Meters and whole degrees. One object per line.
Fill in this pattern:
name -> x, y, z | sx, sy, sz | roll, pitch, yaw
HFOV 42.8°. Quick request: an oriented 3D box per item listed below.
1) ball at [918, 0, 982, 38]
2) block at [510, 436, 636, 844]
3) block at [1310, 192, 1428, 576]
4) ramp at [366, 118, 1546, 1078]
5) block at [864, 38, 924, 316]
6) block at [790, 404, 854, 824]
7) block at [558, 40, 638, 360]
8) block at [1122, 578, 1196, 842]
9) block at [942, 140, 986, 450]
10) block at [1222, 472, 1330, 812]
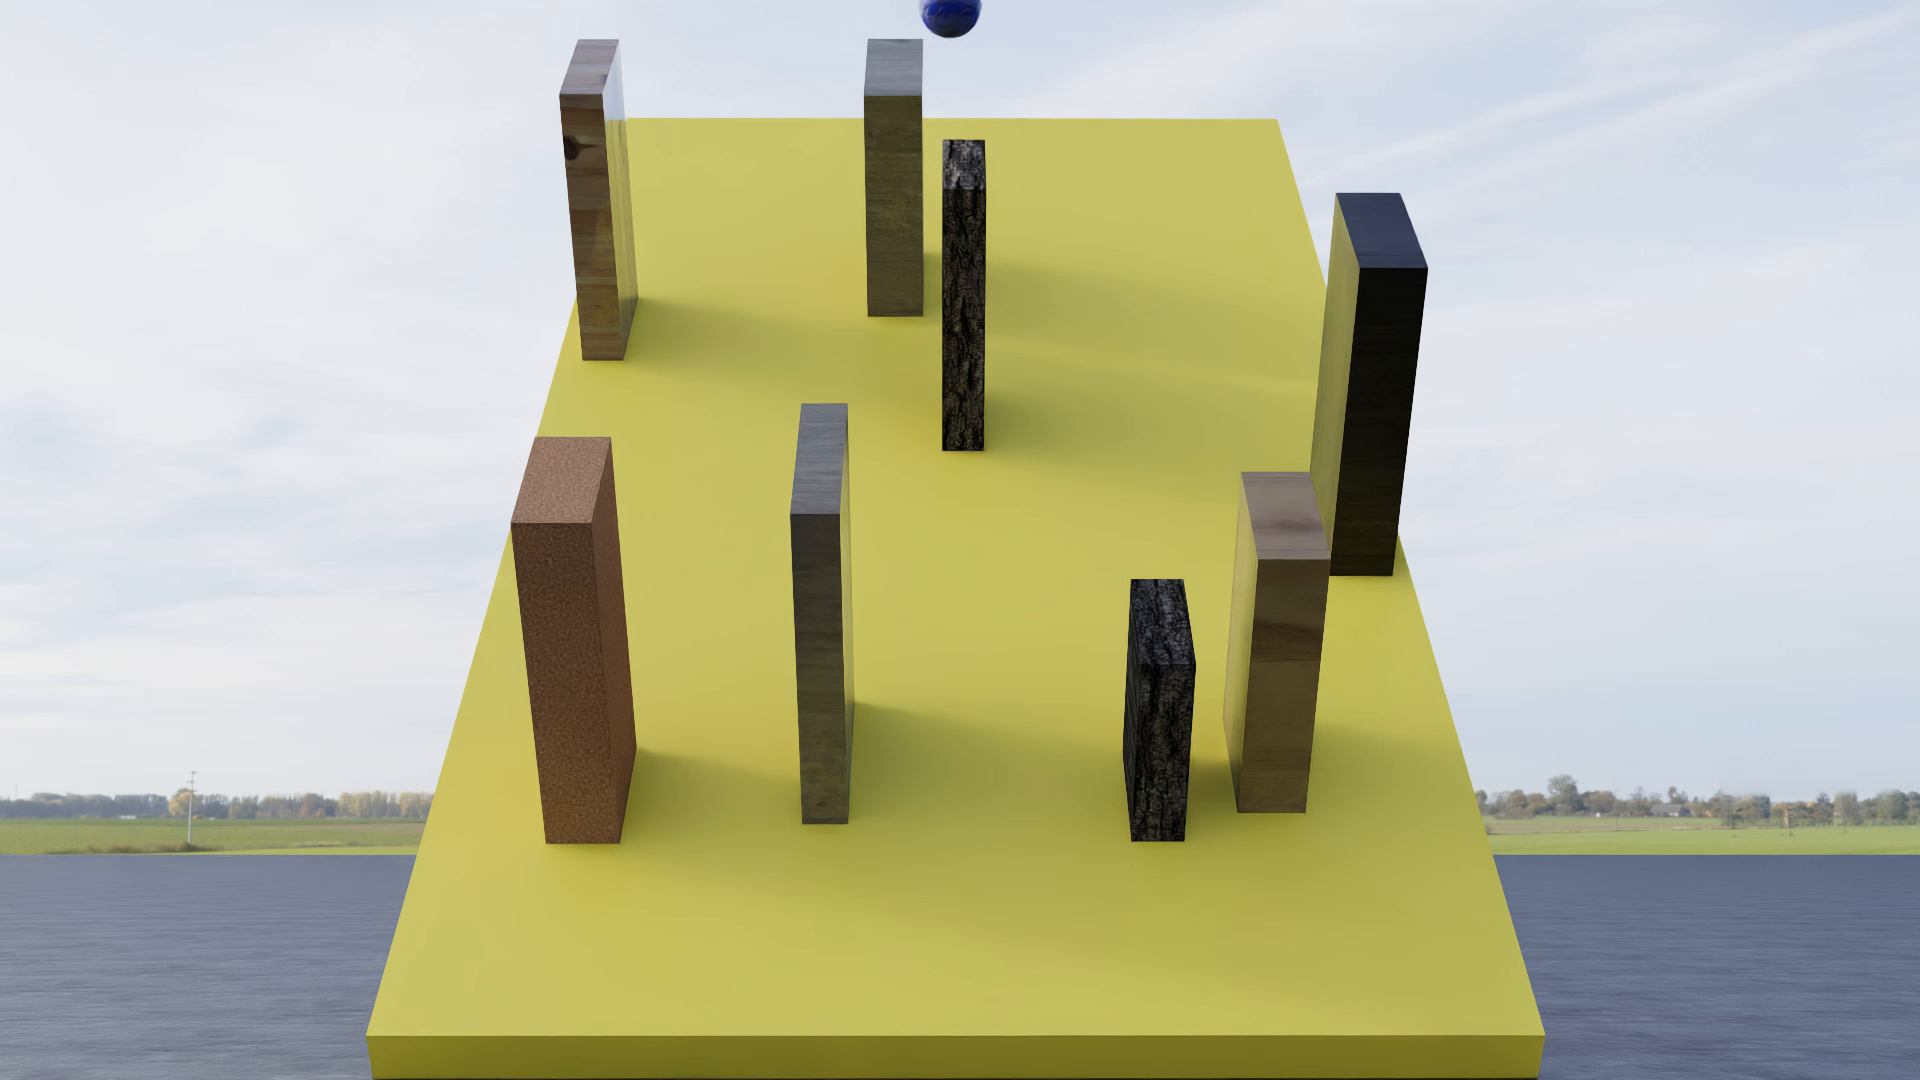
ball -> -0.029, -1.563, 7.175 | 0.187, 0.187, 0.187 | 0, -7, 0
block -> -0.704, 0.190, 4.516 | 0.138, 0.706, 0.297 | 0, 32, 0
block -> 0.878, -0.335, 5.320 | 0.139, 0.746, 0.369 | 0, 32, 0
ramp -> -0.015, -0.187, 5.871 | 2.000, 0.100, 4.000 | 0, 32, 0
block -> -0.169, -0.948, 6.407 | 0.145, 0.613, 0.392 | 0, 32, 0
block -> -0.255, 0.140, 4.614 | 0.087, 0.689, 0.395 | 0, 32, 0
block -> -0.902, -0.852, 6.154 | 0.103, 0.715, 0.360 | 0, 32, 0
block -> 0.371, 0.319, 4.600 | 0.099, 0.406, 0.278 | 0, 32, 0
block -> 0.008, -0.571, 5.754 | 0.099, 0.674, 0.279 | 0, 32, 0
block -> 0.593, 0.196, 4.640 | 0.129, 0.574, 0.305 | 0, 32, 0
